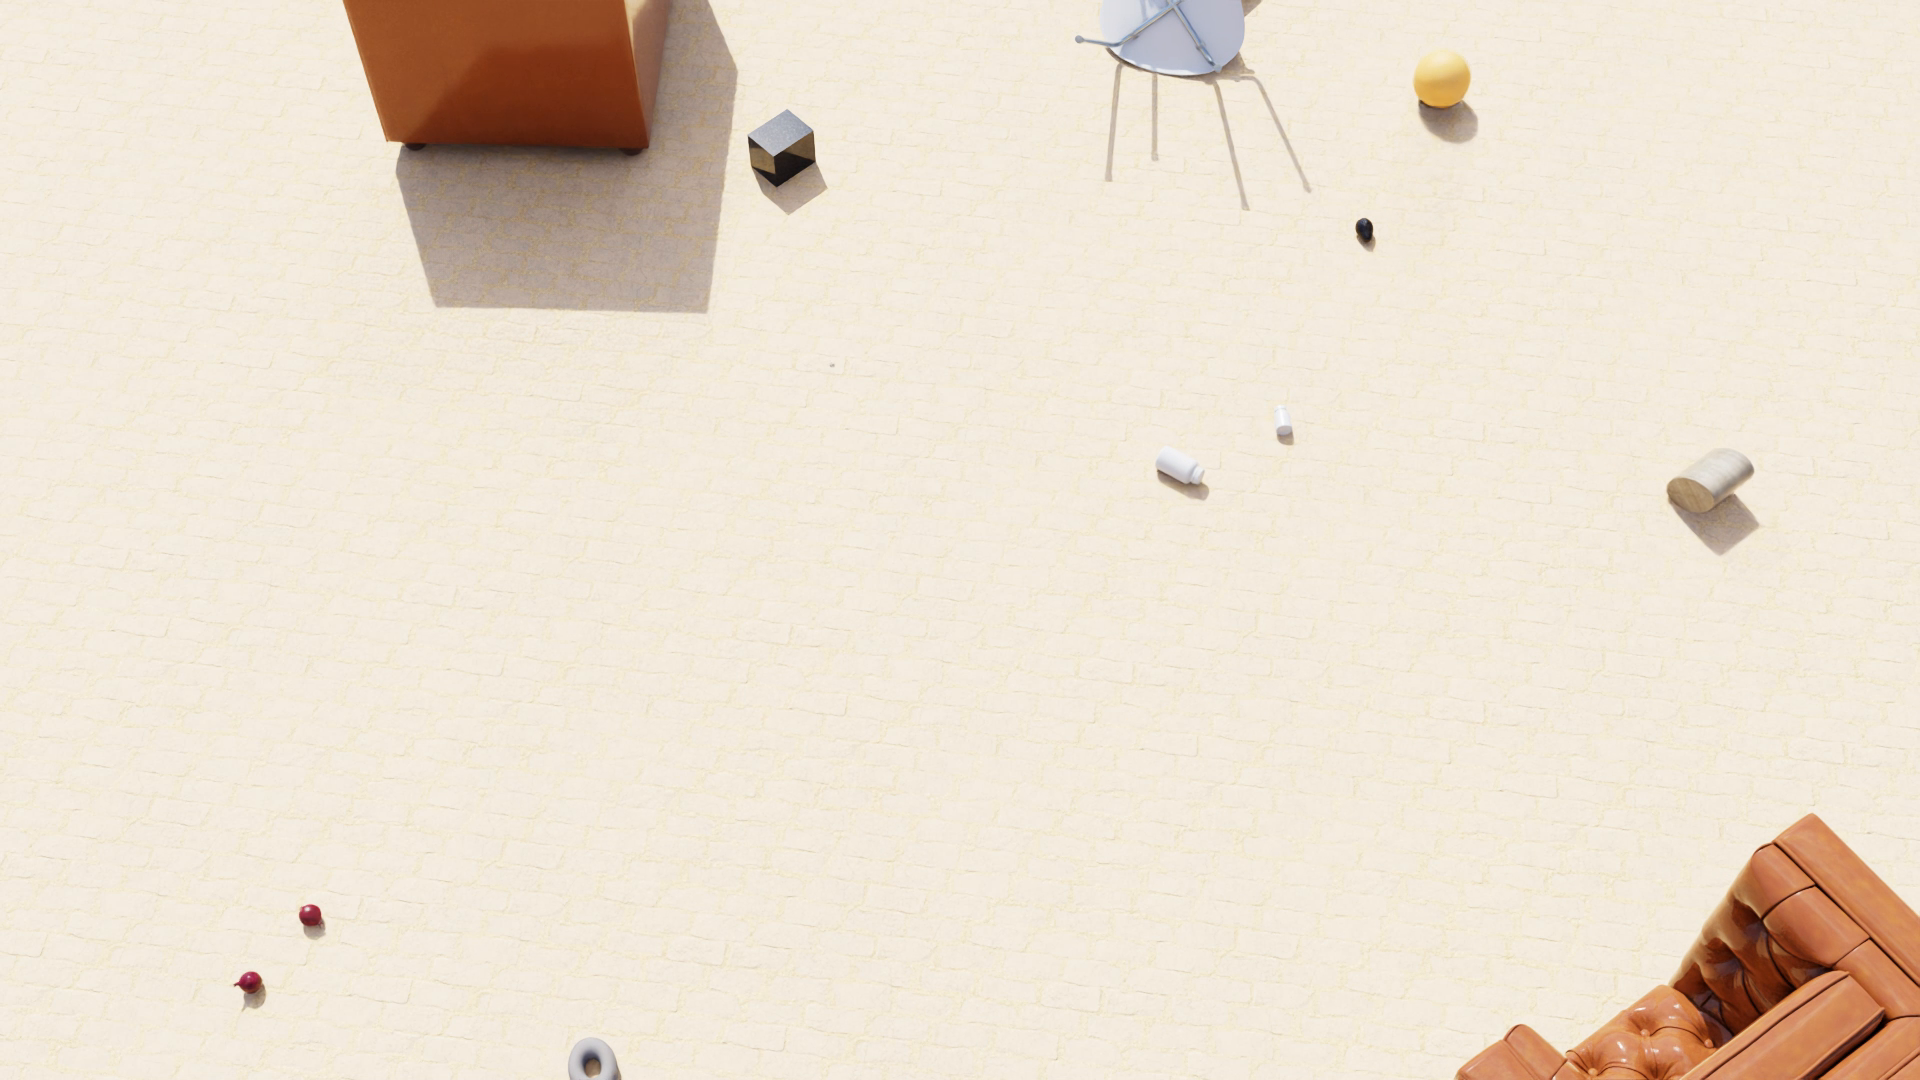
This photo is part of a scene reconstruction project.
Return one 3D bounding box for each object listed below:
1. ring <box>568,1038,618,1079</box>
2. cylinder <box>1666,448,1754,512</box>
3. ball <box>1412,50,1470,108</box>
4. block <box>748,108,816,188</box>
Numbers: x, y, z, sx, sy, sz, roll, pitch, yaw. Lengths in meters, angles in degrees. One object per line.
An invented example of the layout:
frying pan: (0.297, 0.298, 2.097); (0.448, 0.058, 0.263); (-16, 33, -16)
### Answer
ring: (-0.940, 1.354, 5.630); (0.126, 0.059, 0.170); (-15, 56, -8)
cylinder: (2.251, -0.181, 6.601); (0.180, 0.122, 0.186); (-33, 17, -20)
ball: (1.646, -1.574, 7.514); (0.193, 0.193, 0.193); (0, 56, 0)
block: (-0.596, -1.313, 7.365); (0.175, 0.148, 0.135); (-38, 64, -22)
